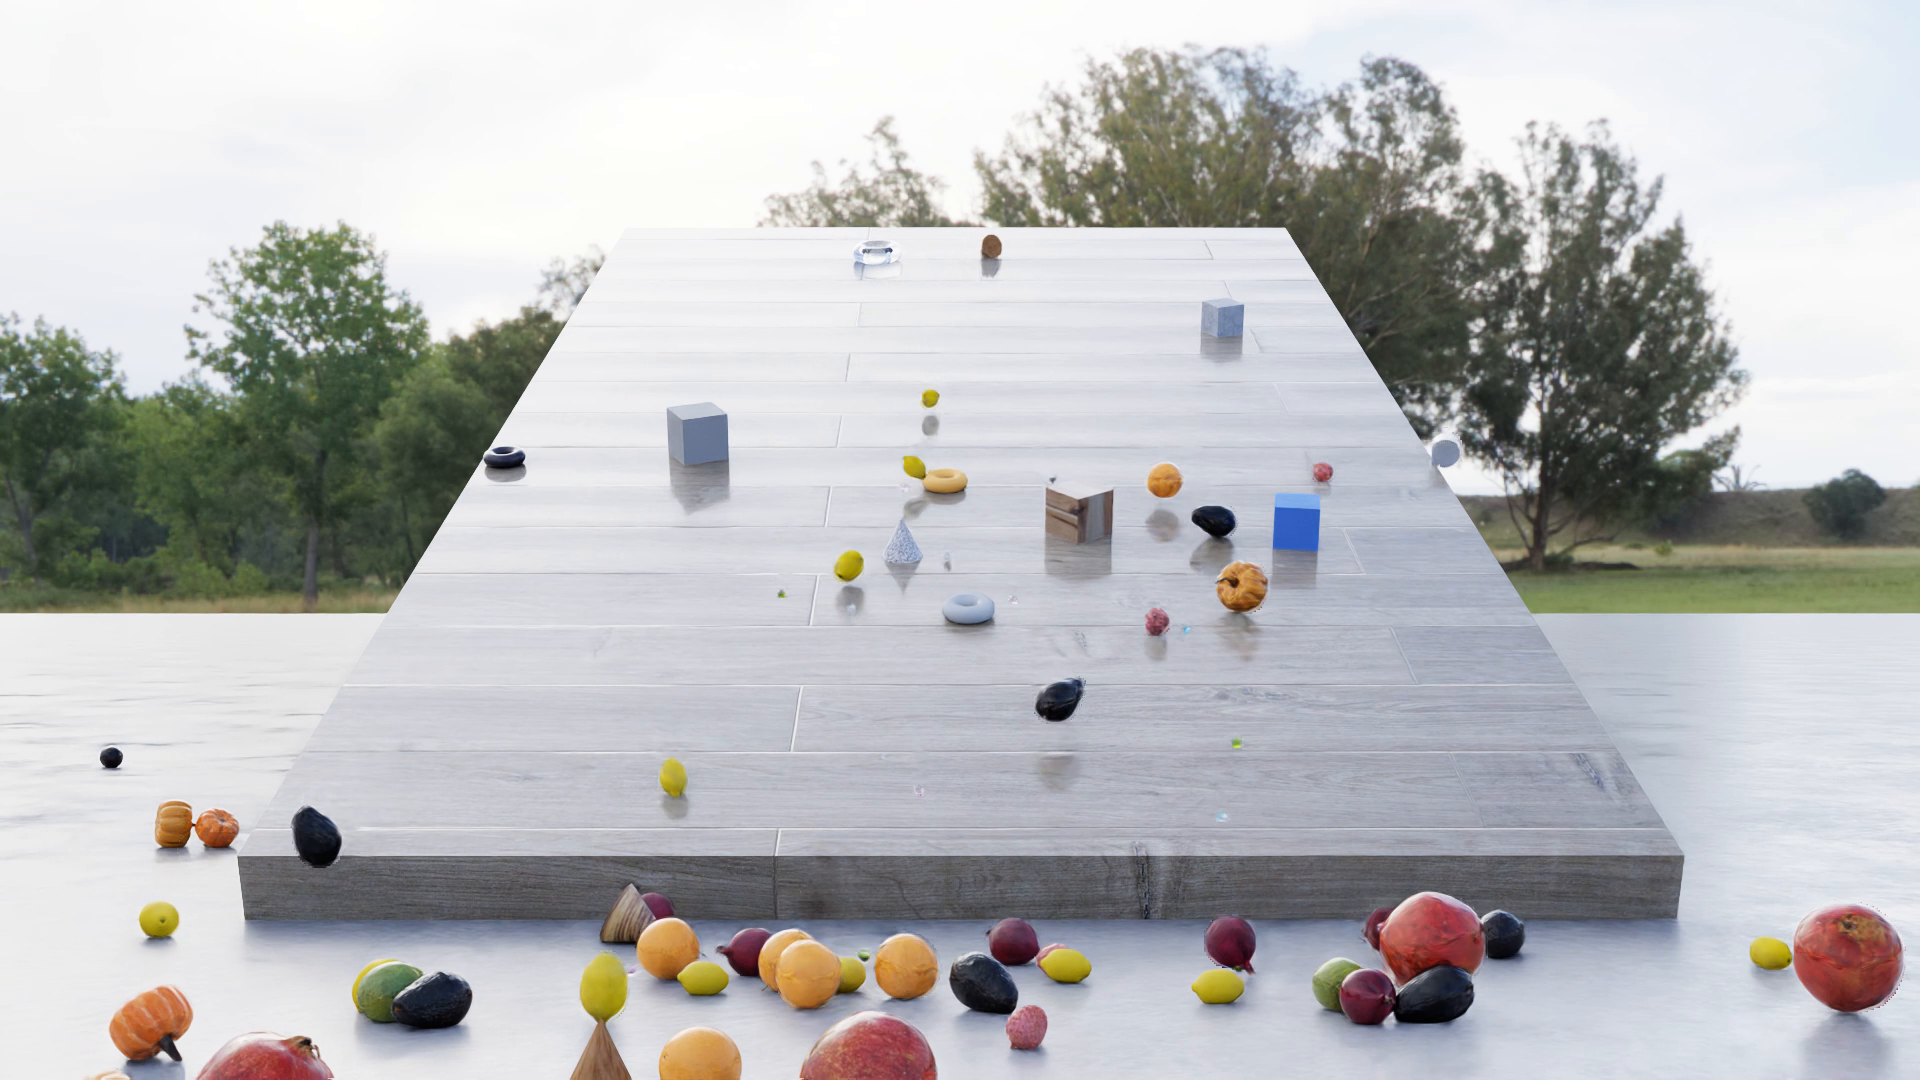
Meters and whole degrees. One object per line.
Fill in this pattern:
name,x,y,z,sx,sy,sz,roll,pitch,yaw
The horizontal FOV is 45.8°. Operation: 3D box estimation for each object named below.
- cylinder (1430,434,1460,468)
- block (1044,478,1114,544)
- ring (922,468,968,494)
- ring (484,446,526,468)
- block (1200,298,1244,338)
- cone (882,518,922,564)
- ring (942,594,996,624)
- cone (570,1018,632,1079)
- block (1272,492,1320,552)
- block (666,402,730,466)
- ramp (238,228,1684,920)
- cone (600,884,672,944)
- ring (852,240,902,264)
cylinder,1.020,-0.188,4.770,0.060,0.060,0.060,0,14,12
block,0.228,-0.056,4.338,0.091,0.091,0.091,-16,26,-37
ring,-0.031,-0.120,4.600,0.092,0.031,0.092,0,22,0
ring,-0.951,-0.173,4.742,0.088,0.029,0.088,-1,21,0
block,0.663,-0.562,5.735,0.077,0.077,0.077,-10,22,-25
cone,-0.108,-0.007,4.223,0.078,0.078,0.078,0,20,0
ring,0.015,0.119,3.952,0.093,0.031,0.093,-1,21,0
cone,-0.322,0.462,2.035,0.068,0.068,0.068,0,-2,0
block,0.636,-0.034,4.292,0.084,0.084,0.084,3,20,7
block,-0.553,-0.225,4.782,0.100,0.100,0.100,-10,22,-25
ramp,-0.005,-0.209,5.029,2.000,0.100,4.000,0,20,0
cone,-0.410,0.505,2.952,0.085,0.085,0.085,27,2,9
ring,-0.235,-0.821,6.477,0.143,0.048,0.143,-1,21,0
